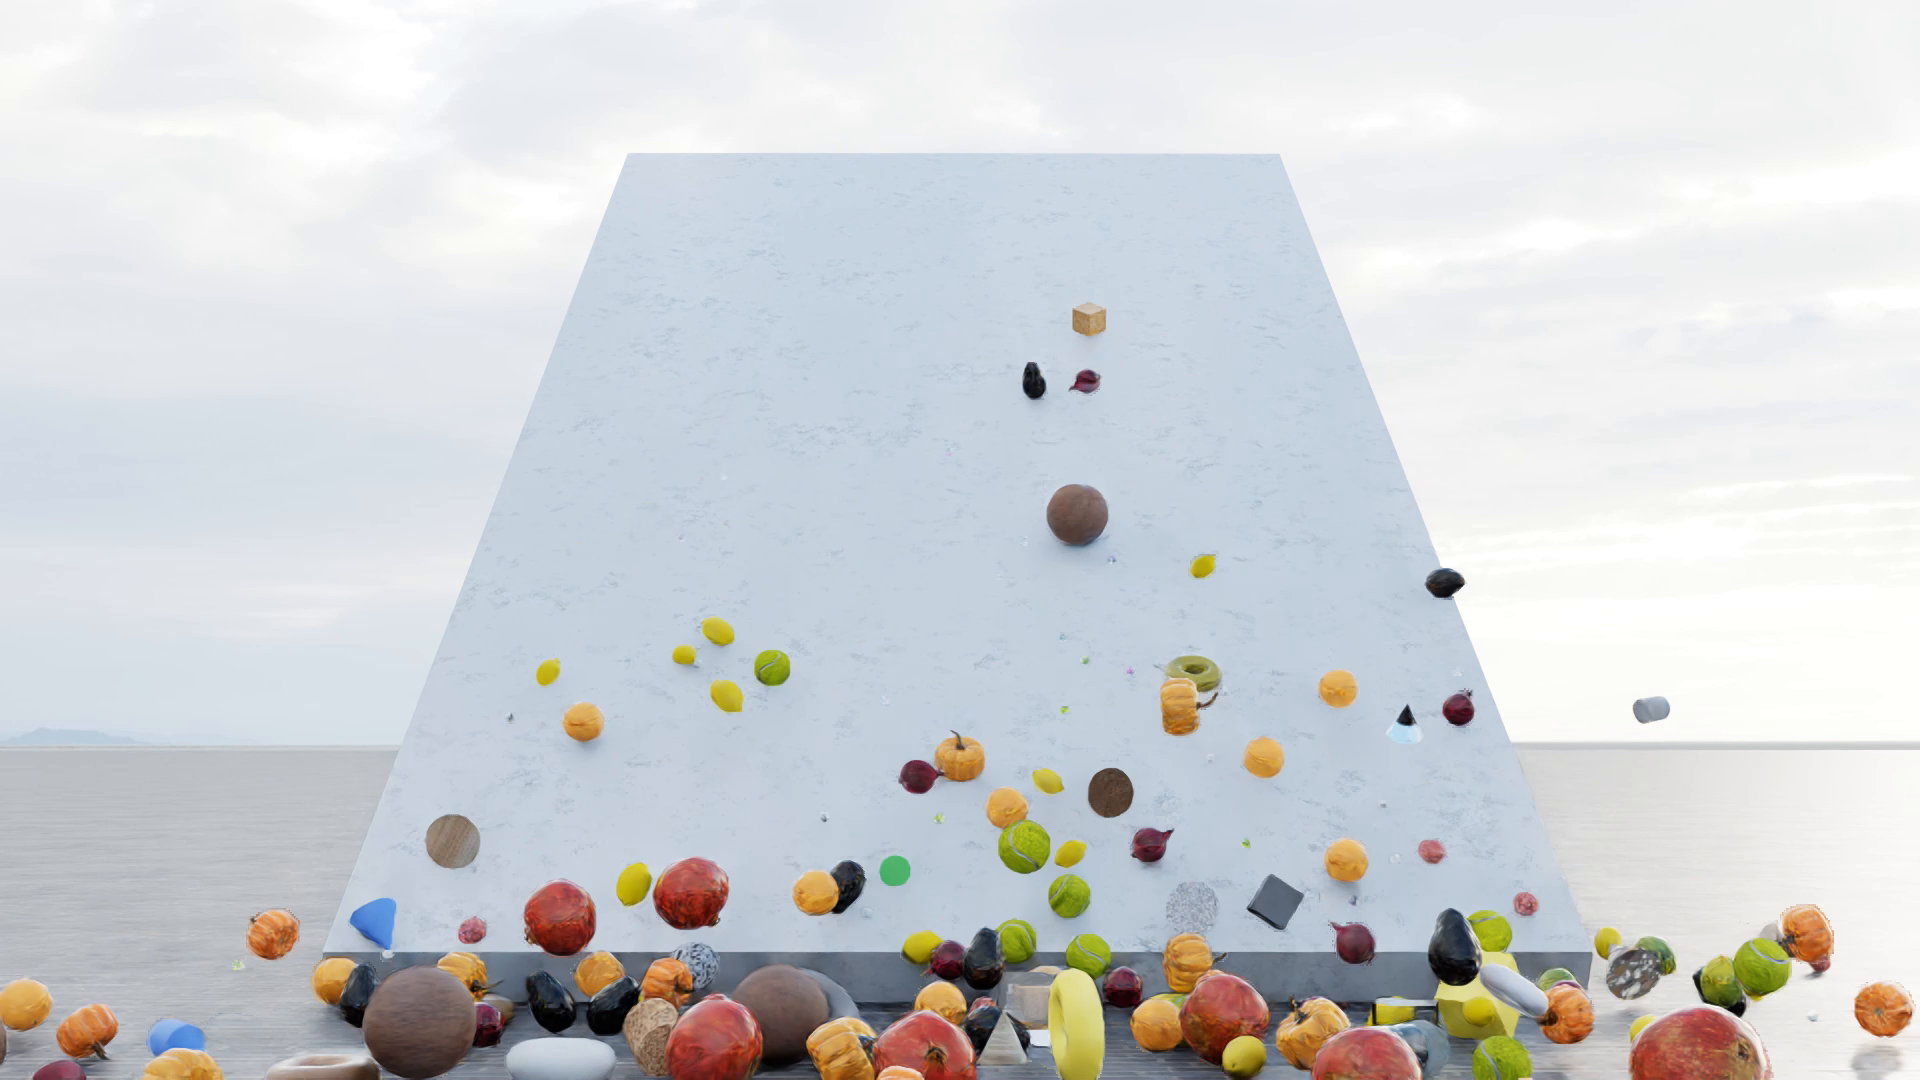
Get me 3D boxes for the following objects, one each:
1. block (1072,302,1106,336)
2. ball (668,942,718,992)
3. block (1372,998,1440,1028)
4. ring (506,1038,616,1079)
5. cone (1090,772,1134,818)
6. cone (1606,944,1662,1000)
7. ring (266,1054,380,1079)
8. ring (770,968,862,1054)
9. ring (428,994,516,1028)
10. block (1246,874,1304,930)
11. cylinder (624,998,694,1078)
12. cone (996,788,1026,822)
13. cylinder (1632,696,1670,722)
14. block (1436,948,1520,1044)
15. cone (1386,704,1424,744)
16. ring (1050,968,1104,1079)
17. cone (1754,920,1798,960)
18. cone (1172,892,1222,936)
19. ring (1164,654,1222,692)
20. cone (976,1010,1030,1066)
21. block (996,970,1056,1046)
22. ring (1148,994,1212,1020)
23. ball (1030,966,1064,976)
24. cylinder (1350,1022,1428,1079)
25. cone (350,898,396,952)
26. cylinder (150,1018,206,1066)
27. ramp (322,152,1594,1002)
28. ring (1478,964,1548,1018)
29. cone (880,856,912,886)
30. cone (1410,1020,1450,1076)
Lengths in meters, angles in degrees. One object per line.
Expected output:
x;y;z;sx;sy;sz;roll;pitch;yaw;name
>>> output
0.327;-0.558;6.009;0.060;0.060;0.060;-24;36;-39;block
-0.408;0.654;3.644;0.076;0.076;0.076;0;-5;0;ball
0.576;0.635;3.062;0.078;0.078;0.078;-1;-5;15;block
-0.490;0.640;2.916;0.134;0.045;0.134;1;-4;0;ring
0.243;0.434;4.111;0.086;0.086;0.086;2;5;-25;cone
1.042;0.660;3.741;0.091;0.091;0.091;1;21;-11;cone
-0.741;0.627;2.760;0.131;0.044;0.131;-1;-3;0;ring
-0.195;0.634;3.196;0.139;0.046;0.139;31;21;-13;ring
-0.717;0.691;3.490;0.125;0.042;0.125;1;-6;0;ring
0.492;0.566;3.710;0.062;0.062;0.062;32;-10;6;block
-0.376;0.619;2.957;0.071;0.071;0.071;2;16;-23;cylinder
0.088;0.446;4.071;0.054;0.054;0.054;0;27;0;cone
1.432;0.351;4.922;0.053;0.053;0.053;2;-5;-29;cylinder
0.722;0.630;3.290;0.087;0.087;0.087;1;-46;33;block
0.808;0.324;4.298;0.066;0.066;0.066;0;27;0;cone
0.138;0.579;2.824;0.046;0.137;0.137;-2;-4;-10;ring
1.465;0.728;4.223;0.072;0.072;0.072;36;-11;-7;cone
0.363;0.585;3.818;0.088;0.088;0.088;2;18;-22;cone
0.438;0.251;4.469;0.109;0.036;0.109;1;27;-1;ring
0.056;0.641;3.069;0.069;0.069;0.069;0;-5;0;cone
0.096;0.639;3.238;0.073;0.073;0.073;0;-35;14;block
0.330;0.702;3.570;0.098;0.033;0.098;1;-5;0;ring
0.126;0.661;3.432;0.091;0.091;0.091;0;-5;0;ball
0.525;0.627;2.909;0.067;0.067;0.067;2;-5;-35;cylinder
-0.913;0.620;3.748;0.078;0.078;0.078;-24;-29;-14;cone
-1.003;0.643;3.044;0.052;0.052;0.052;4;-3;-42;cylinder
-0.011;-0.225;5.538;2.000;0.100;4.000;0;27;0;ramp
0.653;0.531;2.802;0.089;0.030;0.089;34;-10;7;ring
-0.109;0.542;3.917;0.052;0.052;0.052;1;1;-7;cone
0.573;0.651;2.987;0.074;0.074;0.074;0;-31;1;cone
